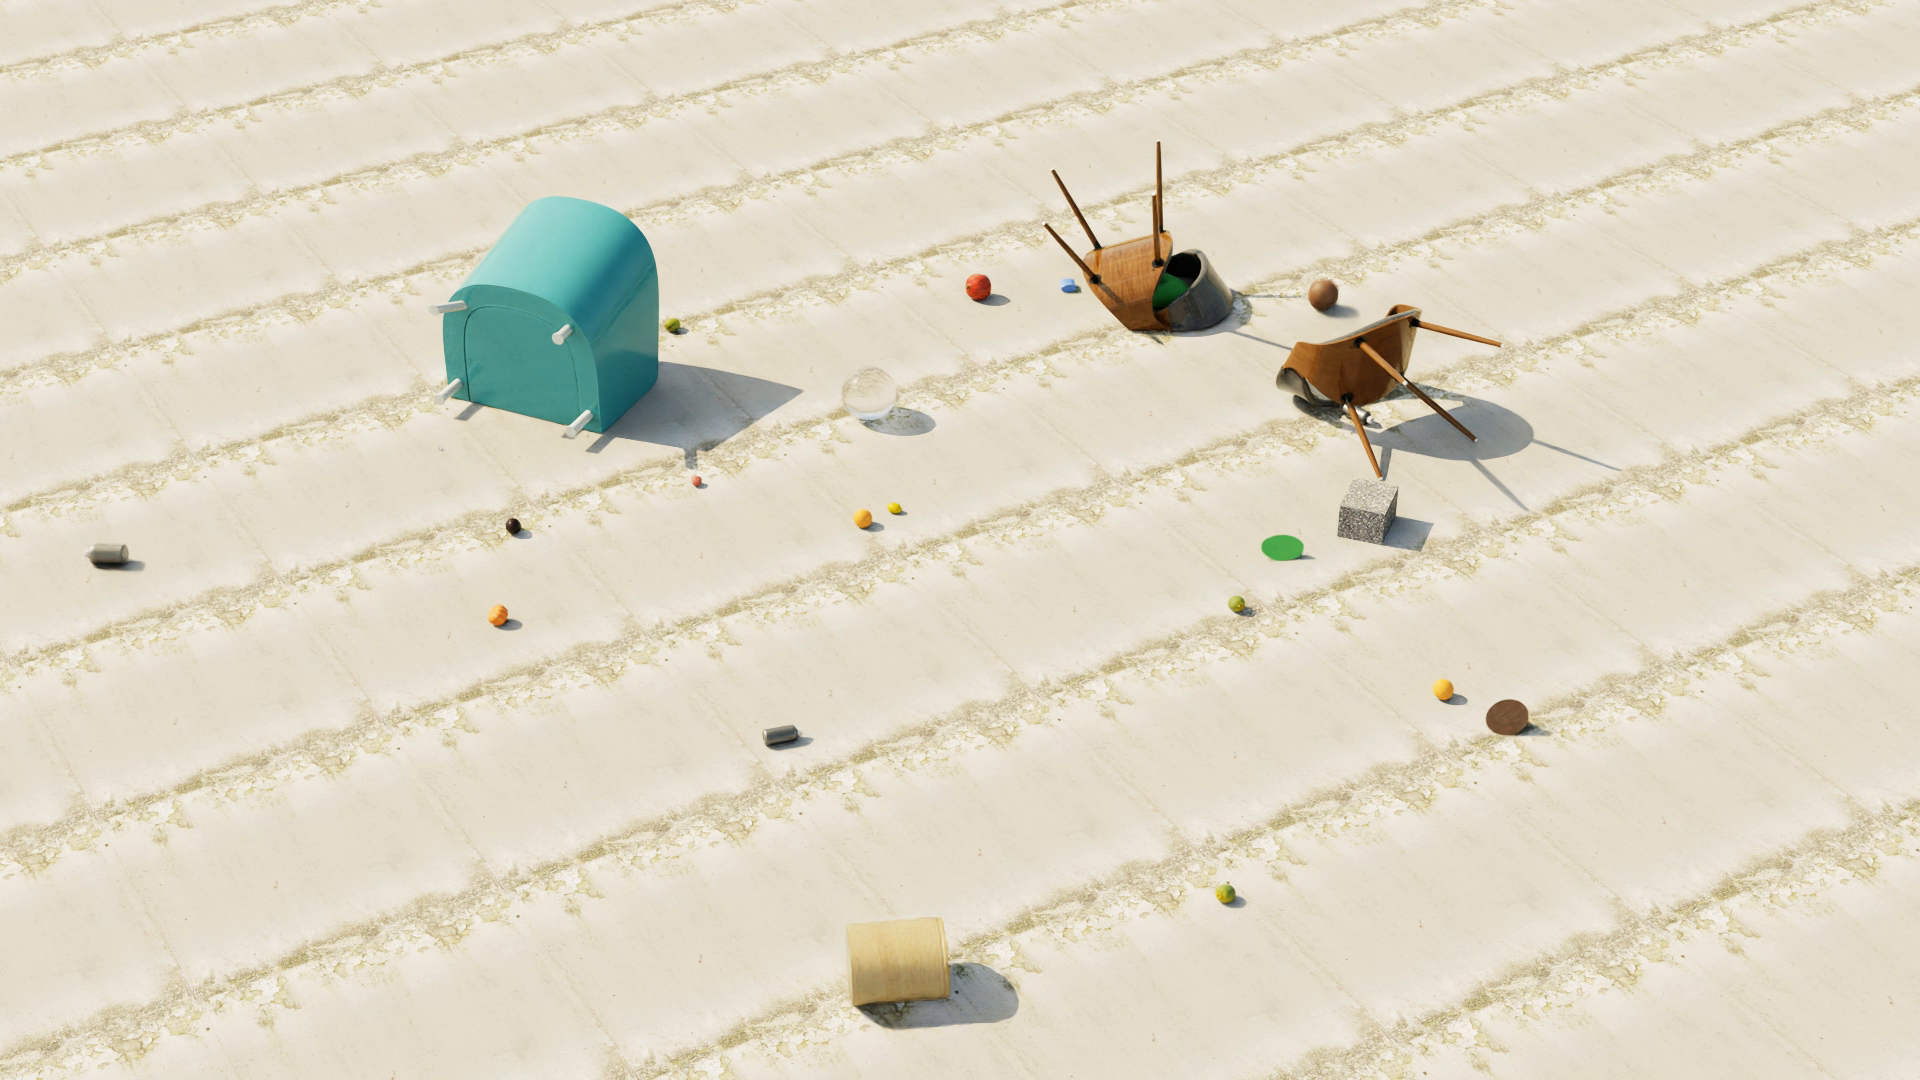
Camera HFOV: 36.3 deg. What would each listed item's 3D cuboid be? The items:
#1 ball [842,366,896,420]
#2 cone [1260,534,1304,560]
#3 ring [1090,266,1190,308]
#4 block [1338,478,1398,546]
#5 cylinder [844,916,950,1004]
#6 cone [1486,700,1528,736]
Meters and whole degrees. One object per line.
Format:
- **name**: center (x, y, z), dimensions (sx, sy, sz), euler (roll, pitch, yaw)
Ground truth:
- **ball**: center (-0.361, -0.582, 11.631), dimensions (0.217, 0.217, 0.217), euler (0, 33, 0)
- **cone**: center (1.184, 0.018, 10.875), dimensions (0.162, 0.098, 0.118), euler (2, 10, -6)
- **ring**: center (0.766, -1.079, 12.488), dimensions (0.455, 0.105, 0.208), euler (13, 37, 20)
- **block**: center (1.528, -0.108, 10.983), dimensions (0.172, 0.137, 0.210), euler (12, 35, 17)
- **cylinder**: center (-0.190, 1.265, 8.824), dimensions (0.290, 0.221, 0.262), euler (-4, 37, -6)
- **cone**: center (1.866, 0.591, 9.995), dimensions (0.147, 0.123, 0.139), euler (-19, 4, 12)
